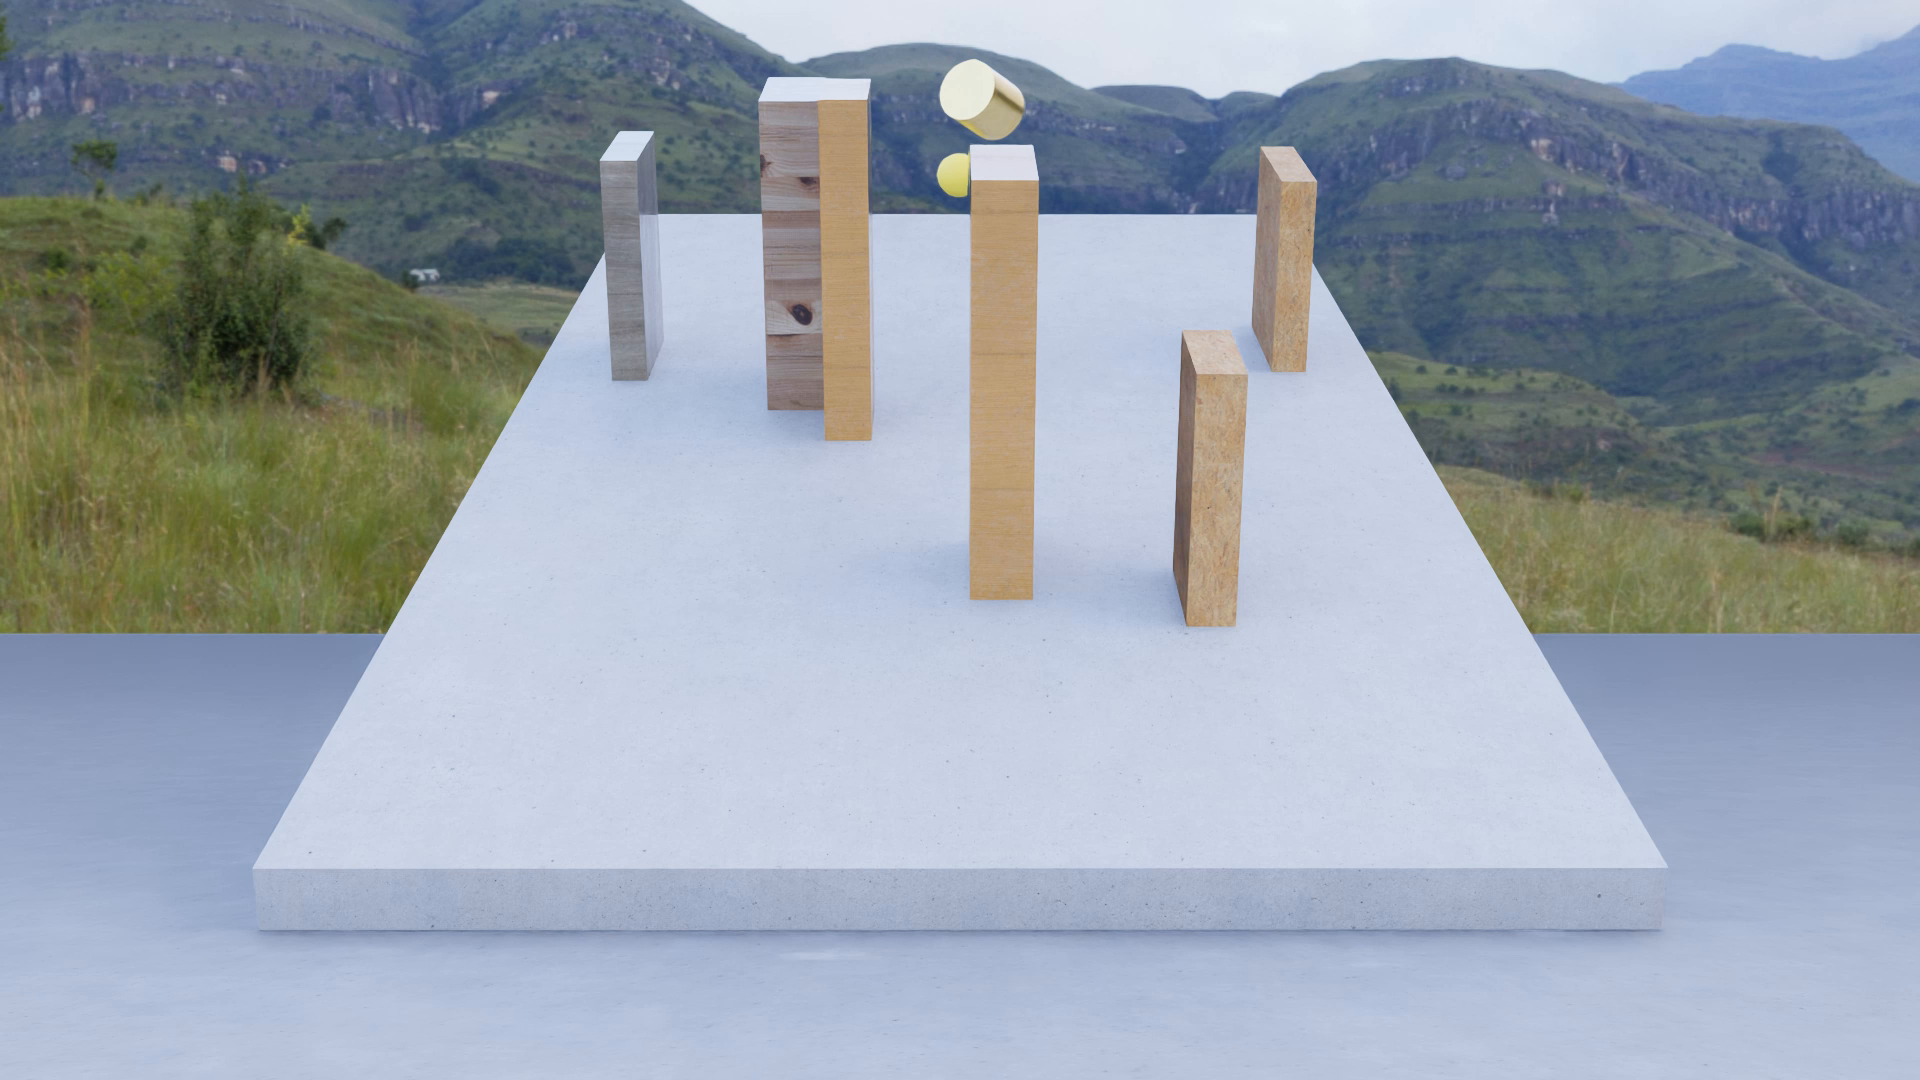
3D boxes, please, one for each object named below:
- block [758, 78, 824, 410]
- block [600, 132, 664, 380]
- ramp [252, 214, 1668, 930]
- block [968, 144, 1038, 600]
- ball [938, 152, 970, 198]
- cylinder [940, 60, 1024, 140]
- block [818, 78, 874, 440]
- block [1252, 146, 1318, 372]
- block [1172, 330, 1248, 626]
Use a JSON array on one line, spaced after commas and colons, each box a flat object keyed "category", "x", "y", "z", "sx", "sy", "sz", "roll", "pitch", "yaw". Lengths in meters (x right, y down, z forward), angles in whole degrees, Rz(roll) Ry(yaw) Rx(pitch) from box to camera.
[{"category": "block", "x": -0.369, "y": -0.672, "z": 5.177, "sx": 0.131, "sy": 0.697, "sz": 0.296, "roll": 0, "pitch": 21, "yaw": 0}, {"category": "block", "x": -0.776, "y": -0.678, "z": 5.434, "sx": 0.084, "sy": 0.521, "sz": 0.334, "roll": 0, "pitch": 21, "yaw": 0}, {"category": "ramp", "x": -0.006, "y": -0.217, "z": 5.109, "sx": 2.000, "sy": 0.100, "sz": 4.000, "roll": 0, "pitch": 21, "yaw": 0}, {"category": "block", "x": 0.075, "y": -0.303, "z": 4.136, "sx": 0.114, "sy": 0.768, "sz": 0.294, "roll": 0, "pitch": 21, "yaw": 0}, {"category": "ball", "x": -0.003, "y": -1.086, "z": 6.803, "sx": 0.130, "sy": 0.130, "sz": 0.130, "roll": 0, "pitch": -2, "yaw": 0}, {"category": "cylinder", "x": 0.064, "y": -1.259, "z": 6.546, "sx": 0.178, "sy": 0.178, "sz": 0.178, "roll": -1, "pitch": -11, "yaw": 30}, {"category": "block", "x": -0.243, "y": -0.604, "z": 4.945, "sx": 0.101, "sy": 0.740, "sz": 0.242, "roll": 0, "pitch": 21, "yaw": 0}, {"category": "block", "x": 0.783, "y": -0.686, "z": 5.547, "sx": 0.081, "sy": 0.459, "sz": 0.397, "roll": 0, "pitch": 21, "yaw": 0}, {"category": "block", "x": 0.442, "y": -0.113, "z": 4.068, "sx": 0.087, "sy": 0.464, "sz": 0.269, "roll": 0, "pitch": 21, "yaw": 0}]
